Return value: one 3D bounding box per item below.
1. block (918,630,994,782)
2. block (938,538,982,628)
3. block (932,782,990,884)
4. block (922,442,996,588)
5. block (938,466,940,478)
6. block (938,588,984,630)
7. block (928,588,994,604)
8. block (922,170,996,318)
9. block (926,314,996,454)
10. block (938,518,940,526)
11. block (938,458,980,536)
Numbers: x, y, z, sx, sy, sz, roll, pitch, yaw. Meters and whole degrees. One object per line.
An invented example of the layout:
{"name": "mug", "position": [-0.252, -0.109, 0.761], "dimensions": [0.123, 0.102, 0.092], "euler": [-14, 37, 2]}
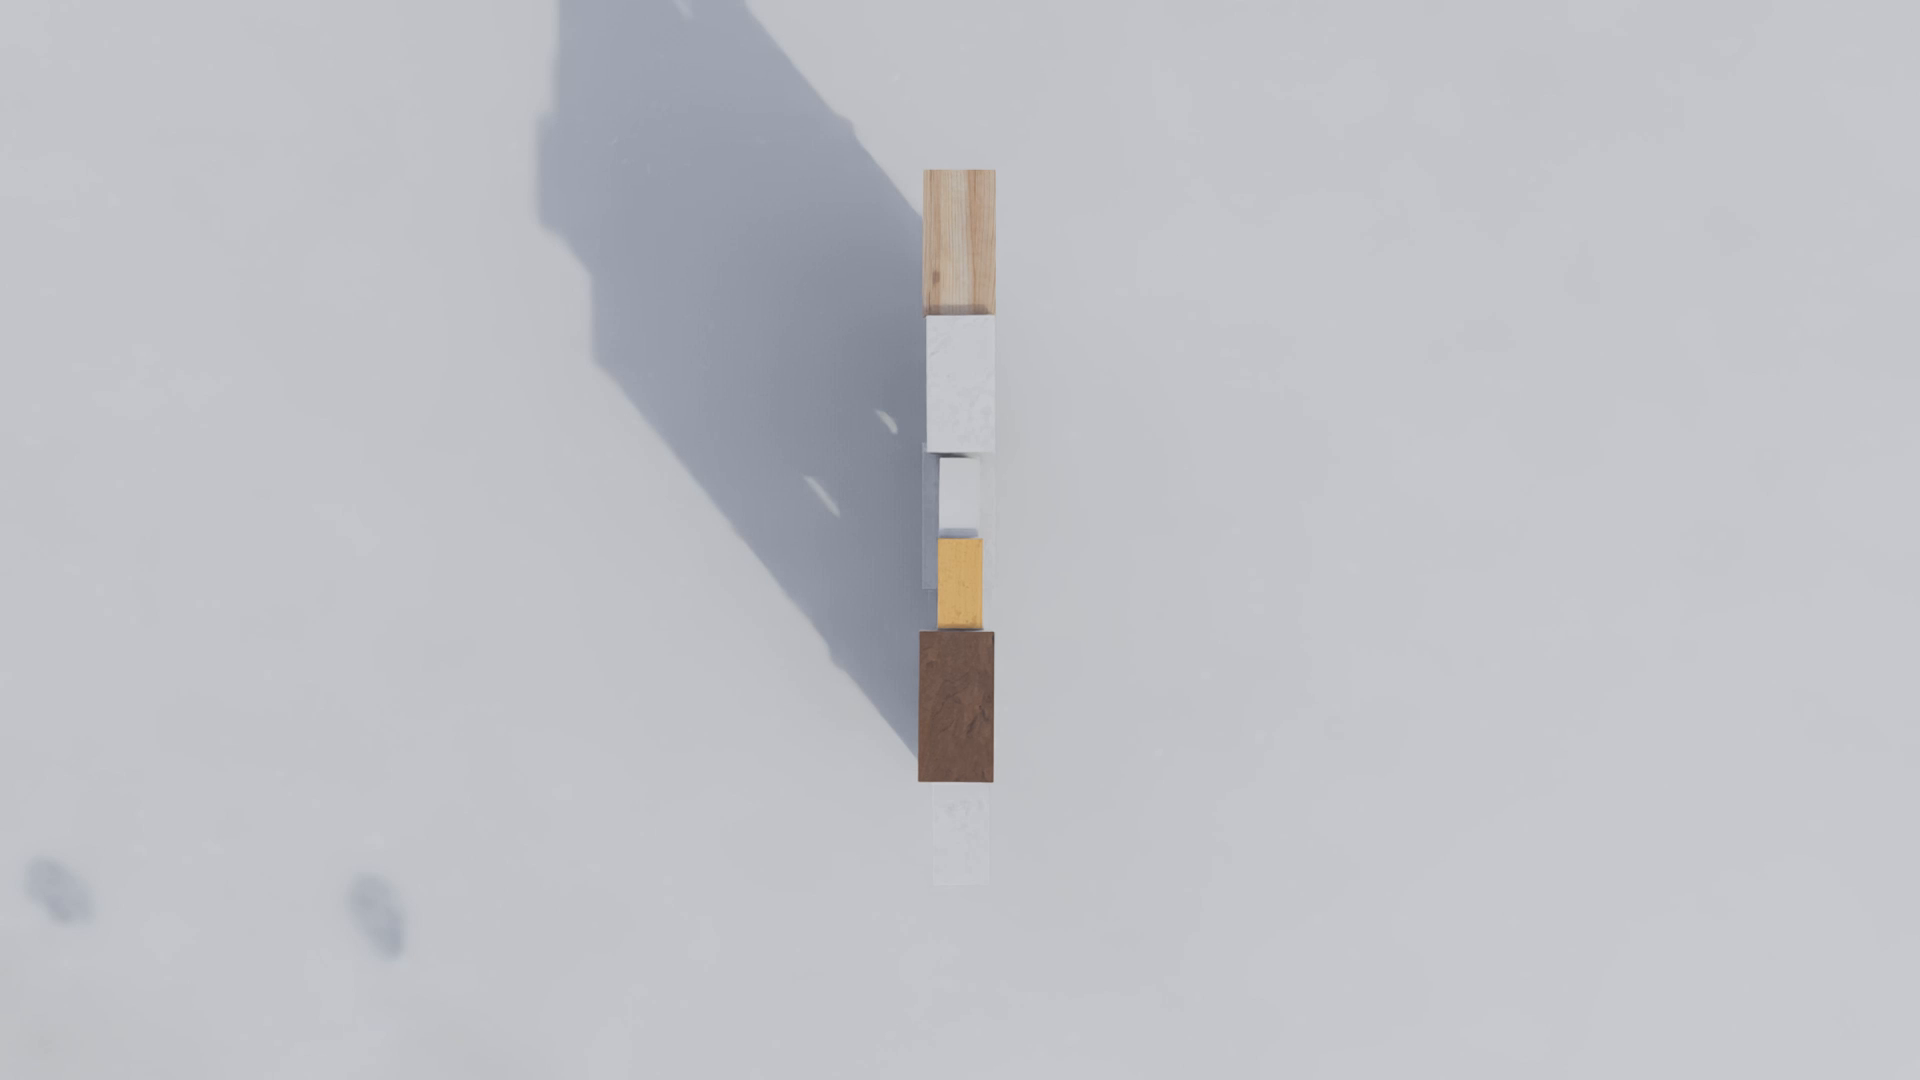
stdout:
{"name": "block", "position": [-0.008, 0.384, 3.818], "dimensions": [0.174, 0.049, 0.347], "euler": [0, 90, 0]}
{"name": "block", "position": [0.001, 0.101, 3.826], "dimensions": [0.104, 0.029, 0.207], "euler": [0, 90, 1]}
{"name": "block", "position": [0.002, 0.700, 4.025], "dimensions": [0.137, 0.039, 0.274], "euler": [0, 90, 0]}
{"name": "block", "position": [-0.003, -0.059, 4.072], "dimensions": [0.179, 0.051, 0.358], "euler": [0, 90, 0]}
{"name": "block", "position": [-0.004, -0.160, 3.955], "dimensions": [0.092, 0.184, 0.026], "euler": [0, 90, 0]}
{"name": "block", "position": [0.003, 0.241, 4.207], "dimensions": [0.117, 0.033, 0.233], "euler": [0, 90, 0]}
{"name": "block", "position": [0.003, -0.002, 4.481], "dimensions": [0.174, 0.049, 0.348], "euler": [0, 90, 0]}
{"name": "block", "position": [-0.002, -0.673, 3.752], "dimensions": [0.165, 0.047, 0.330], "euler": [0, 90, 0]}
{"name": "block", "position": [0.002, -0.351, 3.718], "dimensions": [0.153, 0.043, 0.307], "euler": [0, 90, 0]}
{"name": "block", "position": [-0.004, -0.038, 3.955], "dimensions": [0.092, 0.184, 0.026], "euler": [0, 90, 0]}
{"name": "block", "position": [-0.002, -0.099, 3.851], "dimensions": [0.092, 0.026, 0.184], "euler": [1, 90, 0]}
